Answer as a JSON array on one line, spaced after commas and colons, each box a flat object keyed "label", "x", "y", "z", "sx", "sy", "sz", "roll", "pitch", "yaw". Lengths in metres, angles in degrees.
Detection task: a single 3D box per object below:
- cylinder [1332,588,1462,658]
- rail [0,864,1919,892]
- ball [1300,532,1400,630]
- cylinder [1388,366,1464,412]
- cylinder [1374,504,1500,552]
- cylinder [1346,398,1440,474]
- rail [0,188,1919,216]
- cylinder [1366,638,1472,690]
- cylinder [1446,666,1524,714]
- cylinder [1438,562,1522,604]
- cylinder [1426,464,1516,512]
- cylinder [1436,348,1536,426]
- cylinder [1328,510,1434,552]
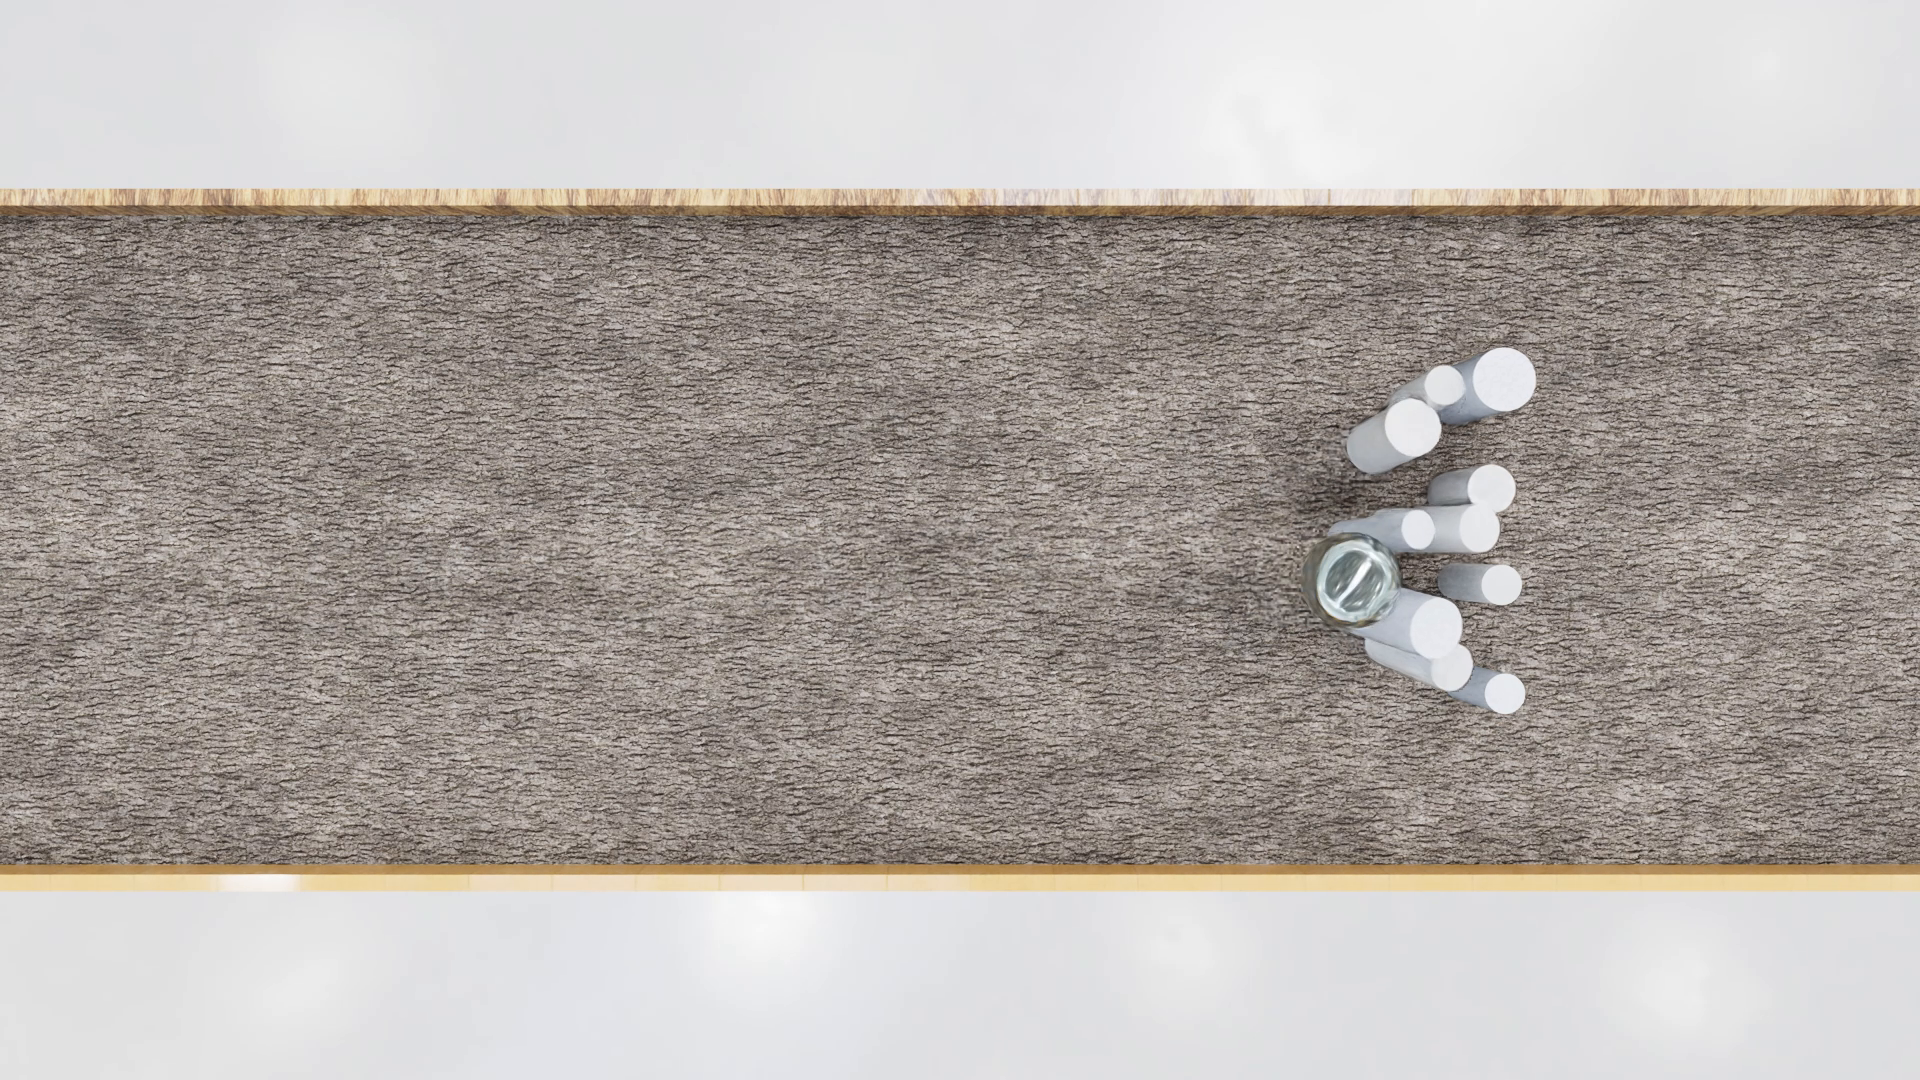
[{"label": "cylinder", "x": 1.257, "y": 0.219, "z": 4.837, "sx": 0.174, "sy": 0.446, "sz": 0.174, "roll": -3, "pitch": 99, "yaw": -21}, {"label": "rail", "x": -2.247, "y": 1.025, "z": 5.001, "sx": 12.000, "sy": 0.150, "sz": 0.050, "roll": 0, "pitch": 90, "yaw": 0}, {"label": "ball", "x": 1.108, "y": 0.115, "z": 4.685, "sx": 0.278, "sy": 0.278, "sz": 0.278, "roll": 0, "pitch": 90, "yaw": 0}, {"label": "cylinder", "x": 1.380, "y": -0.425, "z": 4.896, "sx": 0.114, "sy": 0.351, "sz": 0.114, "roll": 0, "pitch": 84, "yaw": -3}, {"label": "cylinder", "x": 1.386, "y": -0.031, "z": 4.849, "sx": 0.136, "sy": 0.435, "sz": 0.136, "roll": 0, "pitch": 89, "yaw": -21}, {"label": "cylinder", "x": 1.286, "y": -0.304, "z": 4.907, "sx": 0.167, "sy": 0.315, "sz": 0.167, "roll": 1, "pitch": 82, "yaw": -7}, {"label": "rail", "x": -2.247, "y": -1.025, "z": 5.002, "sx": 12.000, "sy": 0.150, "sz": 0.050, "roll": 0, "pitch": 90, "yaw": 0}, {"label": "cylinder", "x": 1.356, "y": 0.338, "z": 4.892, "sx": 0.138, "sy": 0.342, "sz": 0.138, "roll": -3, "pitch": 100, "yaw": -18}, {"label": "cylinder", "x": 1.546, "y": 0.436, "z": 4.877, "sx": 0.114, "sy": 0.400, "sz": 0.114, "roll": 0, "pitch": 90, "yaw": 0}, {"label": "cylinder", "x": 1.526, "y": 0.127, "z": 4.862, "sx": 0.113, "sy": 0.429, "sz": 0.113, "roll": 0, "pitch": 90, "yaw": 0}, {"label": "cylinder", "x": 1.511, "y": -0.142, "z": 4.892, "sx": 0.137, "sy": 0.362, "sz": 0.137, "roll": 0, "pitch": 89, "yaw": -2}, {"label": "cylinder", "x": 1.529, "y": -0.448, "z": 4.863, "sx": 0.180, "sy": 0.418, "sz": 0.180, "roll": 0, "pitch": 88, "yaw": -2}, {"label": "cylinder", "x": 1.240, "y": -0.017, "z": 4.881, "sx": 0.112, "sy": 0.375, "sz": 0.112, "roll": 2, "pitch": 85, "yaw": -21}]
